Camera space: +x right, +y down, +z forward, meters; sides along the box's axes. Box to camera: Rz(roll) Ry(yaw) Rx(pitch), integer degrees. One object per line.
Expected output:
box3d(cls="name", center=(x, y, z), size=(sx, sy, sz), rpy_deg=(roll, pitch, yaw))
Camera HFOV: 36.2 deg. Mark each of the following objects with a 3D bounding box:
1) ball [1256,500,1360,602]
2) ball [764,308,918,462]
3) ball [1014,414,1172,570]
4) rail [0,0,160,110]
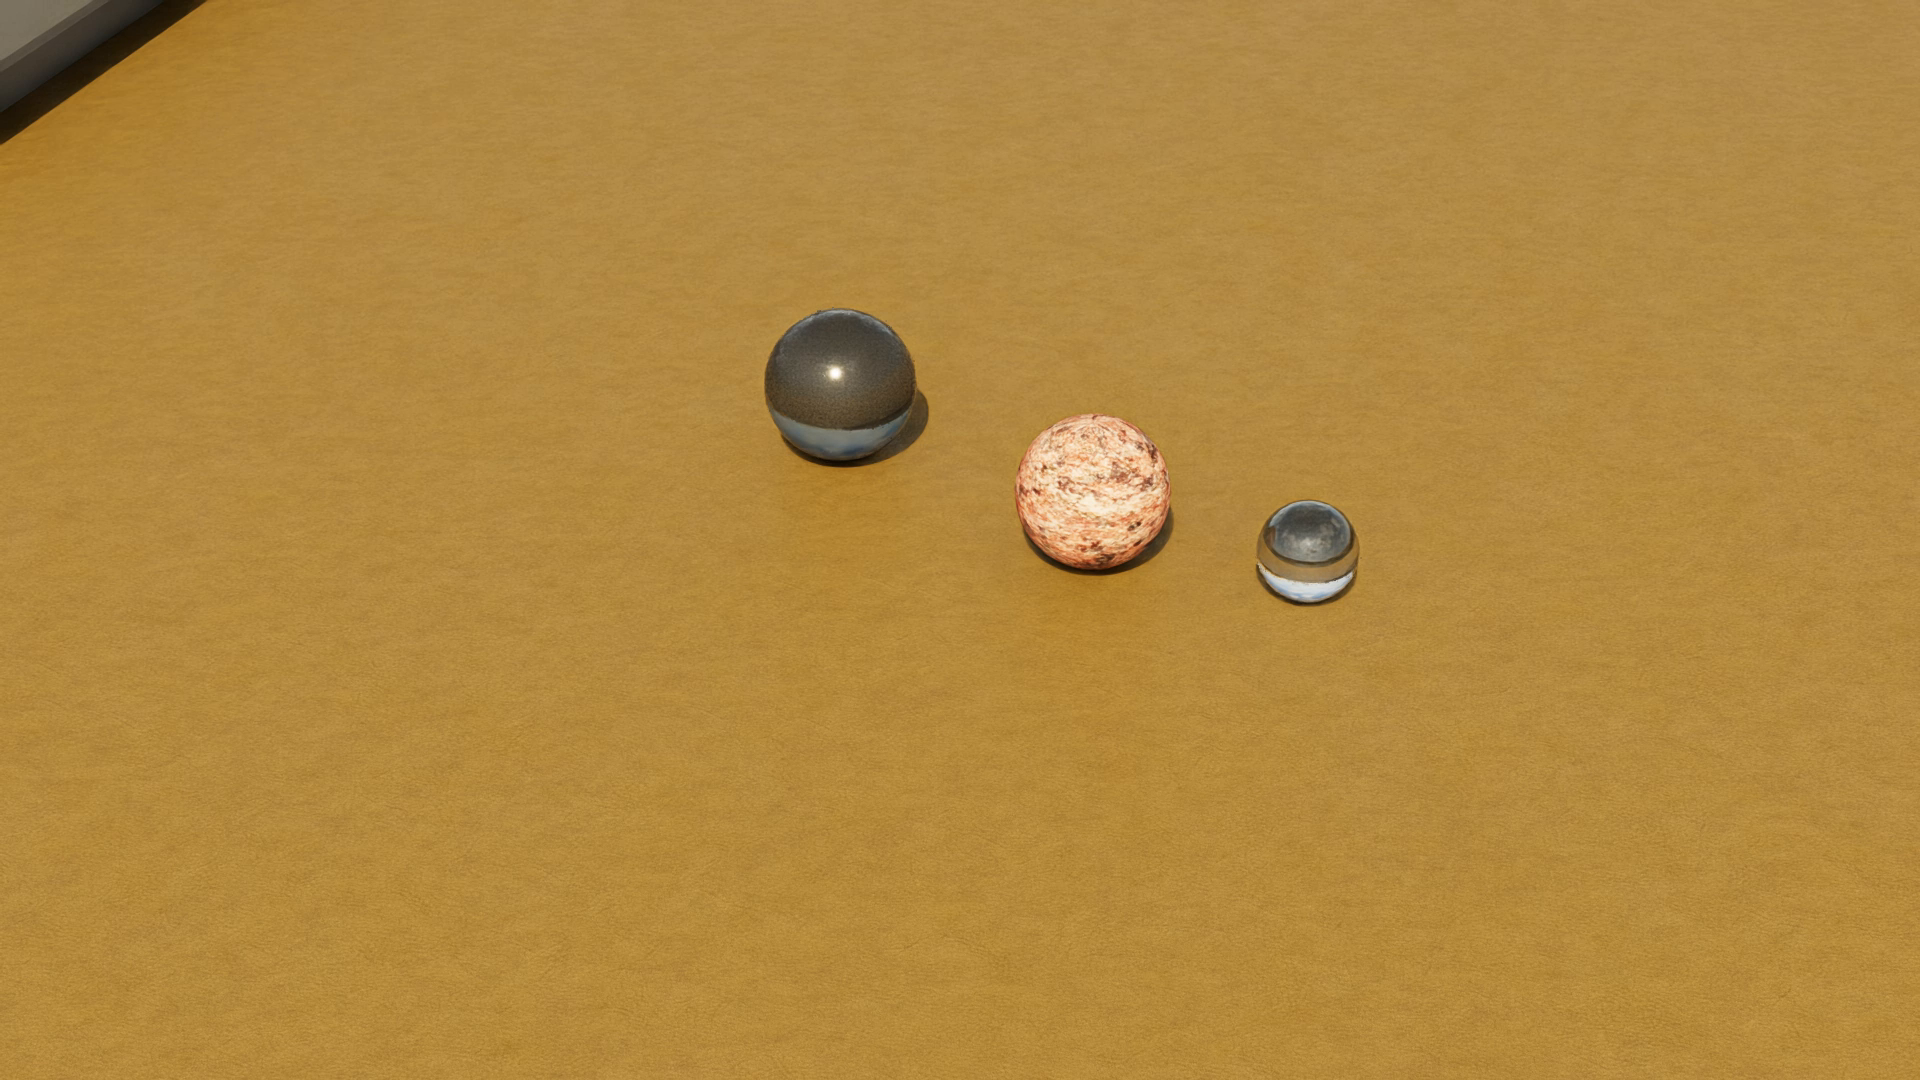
box3d(cls="ball", center=(0.199, 0.006, 1.678), size=(0.059, 0.059, 0.059), rpy_deg=(0, 29, 0))
box3d(cls="ball", center=(-0.074, -0.096, 1.826), size=(0.095, 0.095, 0.095), rpy_deg=(0, 29, 0))
box3d(cls="ball", center=(0.077, -0.028, 1.707), size=(0.091, 0.091, 0.091), rpy_deg=(0, 29, 0))
box3d(cls="rail", center=(-0.674, -0.560, 2.634), size=(0.045, 0.124, 3.728), rpy_deg=(7, 30, 12))
